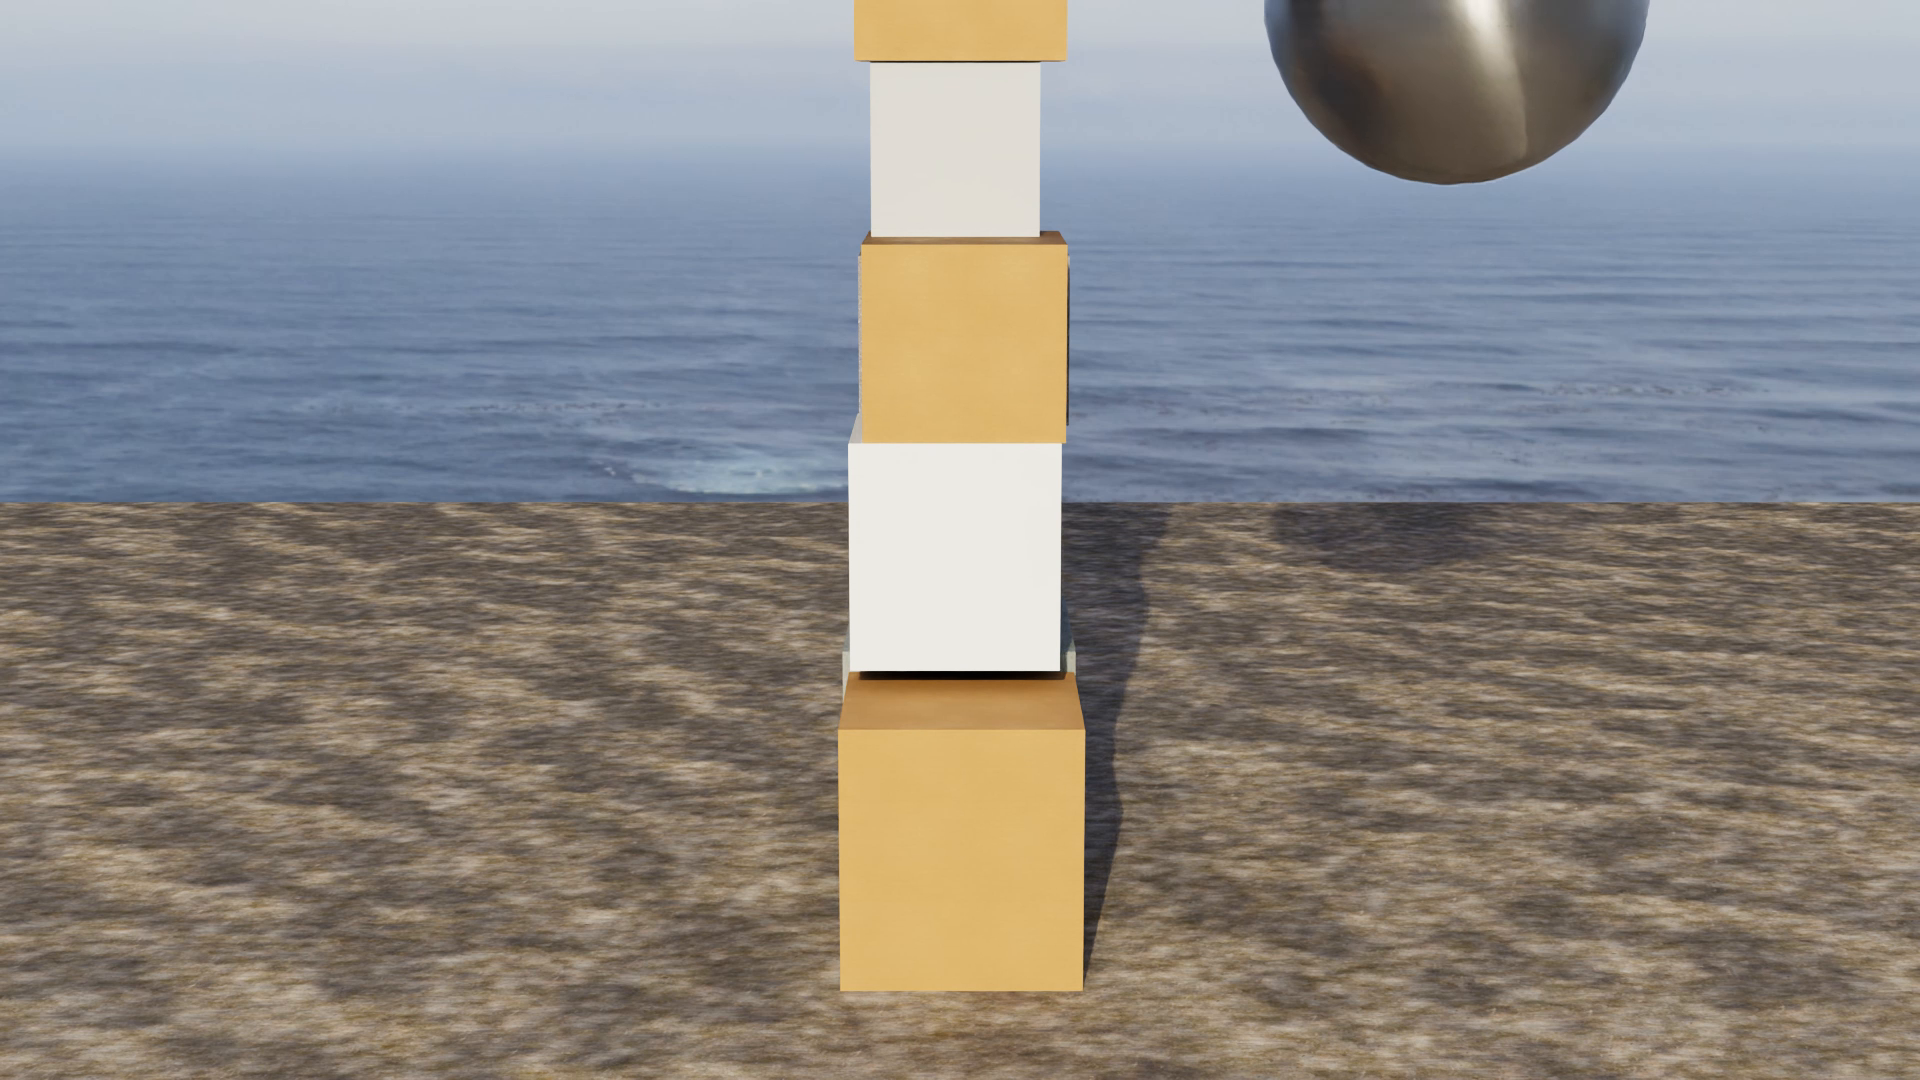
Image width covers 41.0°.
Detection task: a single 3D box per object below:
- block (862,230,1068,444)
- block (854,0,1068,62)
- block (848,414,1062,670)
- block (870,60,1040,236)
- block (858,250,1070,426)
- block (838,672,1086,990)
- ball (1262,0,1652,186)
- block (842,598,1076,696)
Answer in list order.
[{"bbox_3d":[0.017,-0.852,10.578,0.809,0.786,0.906,0,10,0],"label":"block"},{"bbox_3d":[0.003,-2.459,10.733,0.863,0.896,0.827,0,10,0],"label":"block"},{"bbox_3d":[-0.020,-0.010,10.729,0.846,0.926,0.928,0,10,0],"label":"block"},{"bbox_3d":[-0.019,-1.668,10.877,0.692,0.713,0.779,0,10,0],"label":"block"},{"bbox_3d":[0.017,-0.933,11.476,0.908,0.731,0.871,0,10,0],"label":"block"},{"bbox_3d":[0.006,1.150,10.327,0.940,1.043,0.957,0,10,0],"label":"block"},{"bbox_3d":[2.074,-2.297,10.763,1.600,1.600,1.600,0,10,0],"label":"ball"},{"bbox_3d":[-0.004,0.919,11.358,0.972,1.128,1.135,0,10,0],"label":"block"}]
